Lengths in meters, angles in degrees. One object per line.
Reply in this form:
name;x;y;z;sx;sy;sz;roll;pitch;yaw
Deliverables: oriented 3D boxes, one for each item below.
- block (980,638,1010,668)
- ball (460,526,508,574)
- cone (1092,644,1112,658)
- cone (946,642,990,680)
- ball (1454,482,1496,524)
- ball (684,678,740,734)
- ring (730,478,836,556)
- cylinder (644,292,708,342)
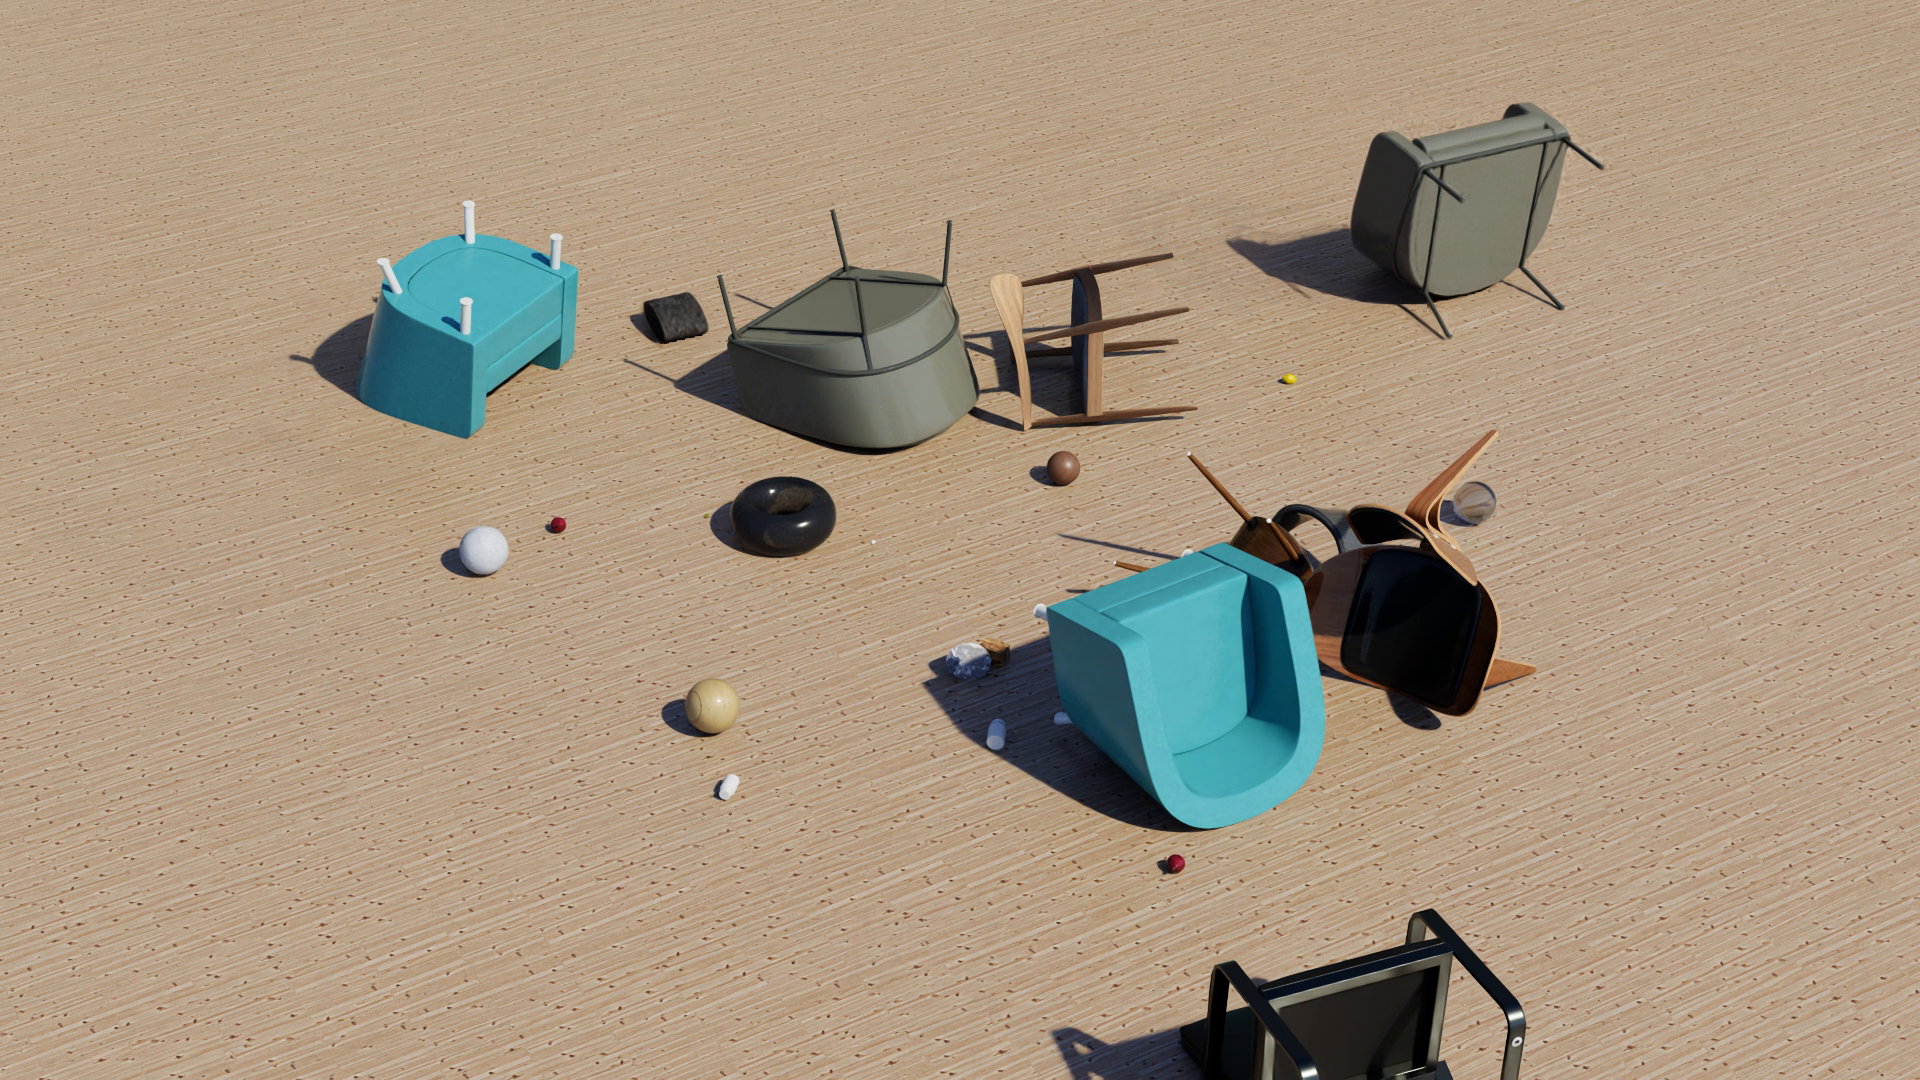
block;0.119;0.395;10.288;0.092;0.063;0.064;16;37;23
ball;-1.741;0.037;10.725;0.179;0.179;0.179;0;33;0
cone;0.493;0.401;10.317;0.074;0.042;0.073;-21;31;-2
cone;0.024;0.400;10.280;0.157;0.133;0.185;5;13;-5
ball;1.934;-0.141;11.013;0.160;0.160;0.160;0;33;0
ball;-0.838;0.561;9.923;0.188;0.188;0.188;0;33;0
ring;-0.659;-0.090;10.933;0.402;0.165;0.387;10;36;17
cylinder;-1.188;-0.933;12.247;0.192;0.121;0.255;-15;43;-21
